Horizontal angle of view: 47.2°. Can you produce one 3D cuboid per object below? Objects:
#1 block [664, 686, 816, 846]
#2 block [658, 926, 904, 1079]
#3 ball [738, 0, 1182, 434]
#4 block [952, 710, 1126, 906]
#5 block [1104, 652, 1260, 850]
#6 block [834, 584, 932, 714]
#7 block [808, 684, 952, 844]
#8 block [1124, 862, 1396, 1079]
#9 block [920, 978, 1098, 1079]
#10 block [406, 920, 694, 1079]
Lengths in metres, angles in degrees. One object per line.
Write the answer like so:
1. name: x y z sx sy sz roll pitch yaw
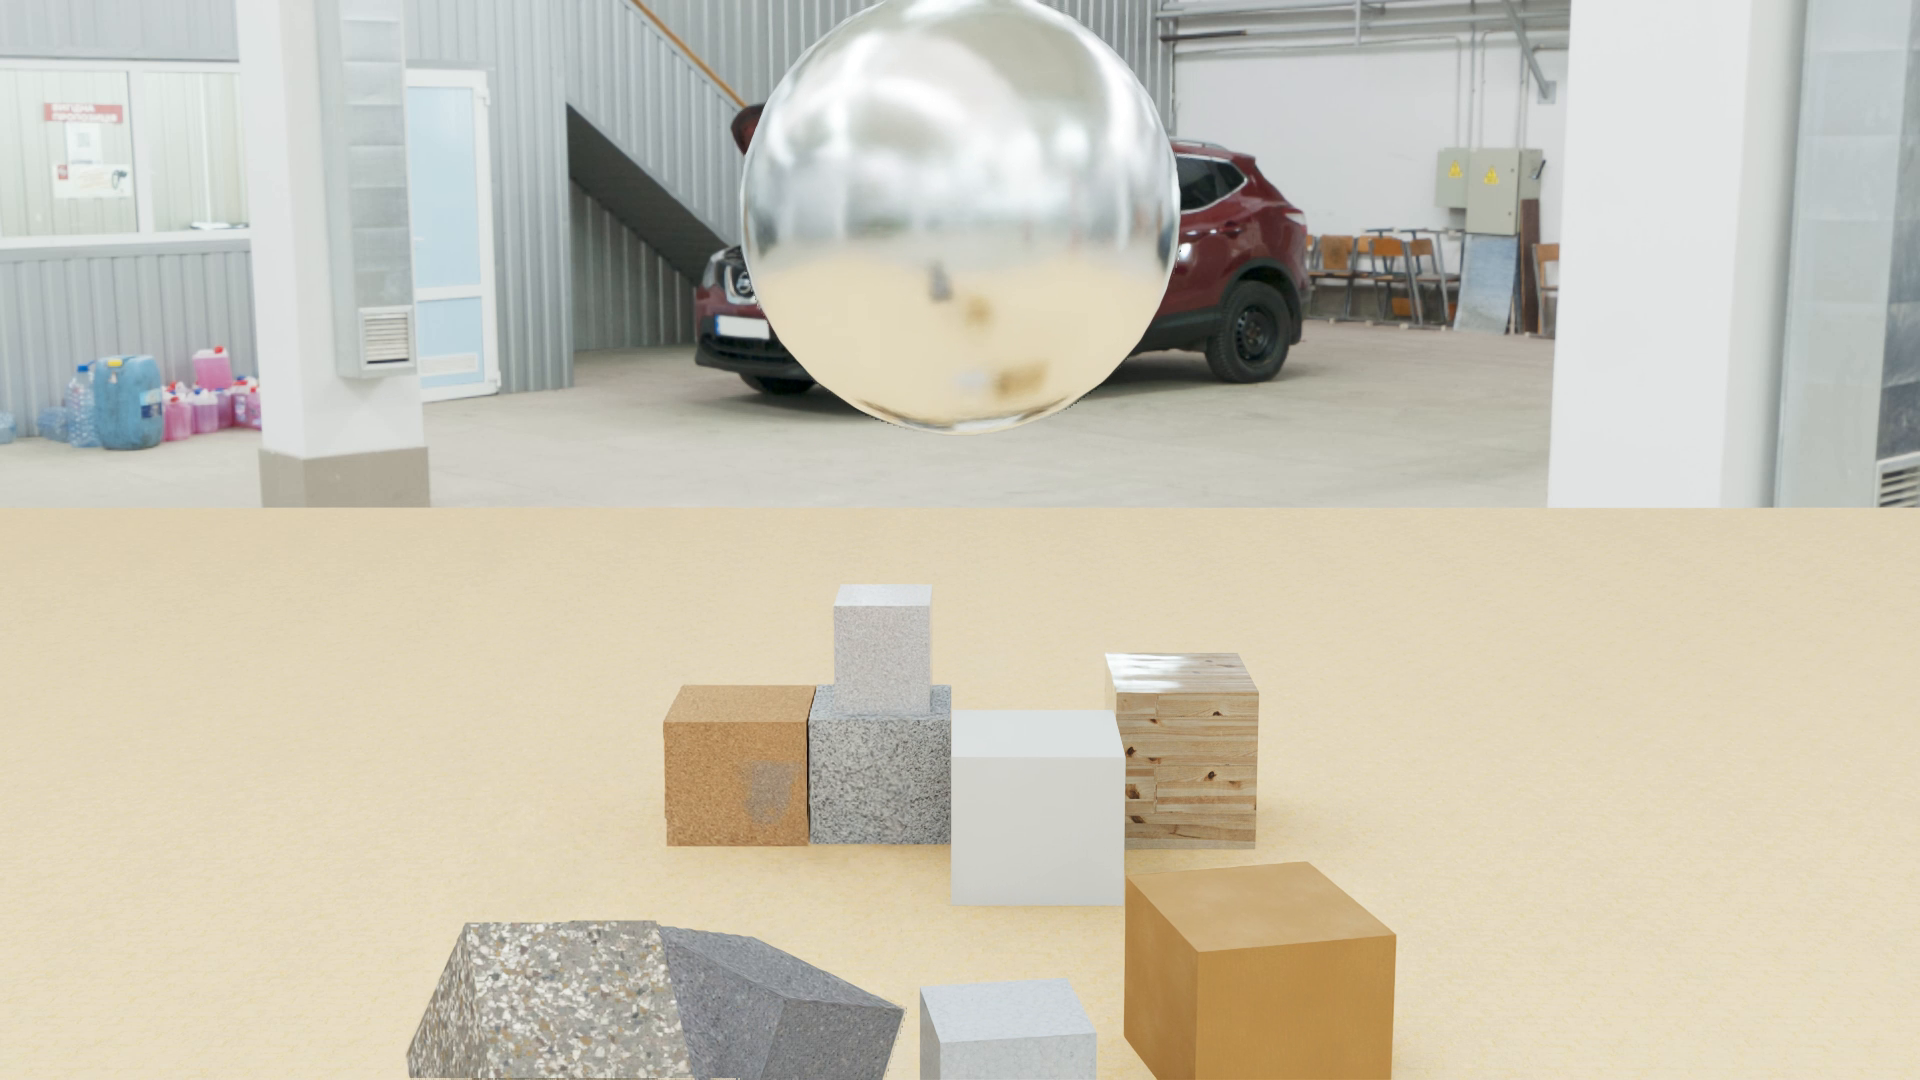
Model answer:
1. block: -1.124 1.157 11.400 0.714 0.644 0.744 0 10 0
2. block: -0.547 1.291 5.393 0.544 0.515 0.440 16 -3 40
3. ball: 0.000 -1.184 7.984 1.600 1.600 1.600 0 10 0
4. block: 0.361 1.272 10.574 0.801 0.714 0.847 0 10 0
5. block: 1.128 1.077 11.379 0.707 0.810 0.856 0 10 0
6. block: -0.388 0.557 11.301 0.480 0.562 0.534 0 10 1
7. block: -0.402 1.154 11.402 0.711 0.650 0.721 0 10 0
8. block: 1.116 1.700 8.349 0.758 0.668 0.851 -2 11 -13
9. block: 0.162 1.893 7.809 0.544 0.481 0.512 -2 10 -9
10. block: -0.864 1.143 4.617 0.418 0.497 0.476 5 44 -29
